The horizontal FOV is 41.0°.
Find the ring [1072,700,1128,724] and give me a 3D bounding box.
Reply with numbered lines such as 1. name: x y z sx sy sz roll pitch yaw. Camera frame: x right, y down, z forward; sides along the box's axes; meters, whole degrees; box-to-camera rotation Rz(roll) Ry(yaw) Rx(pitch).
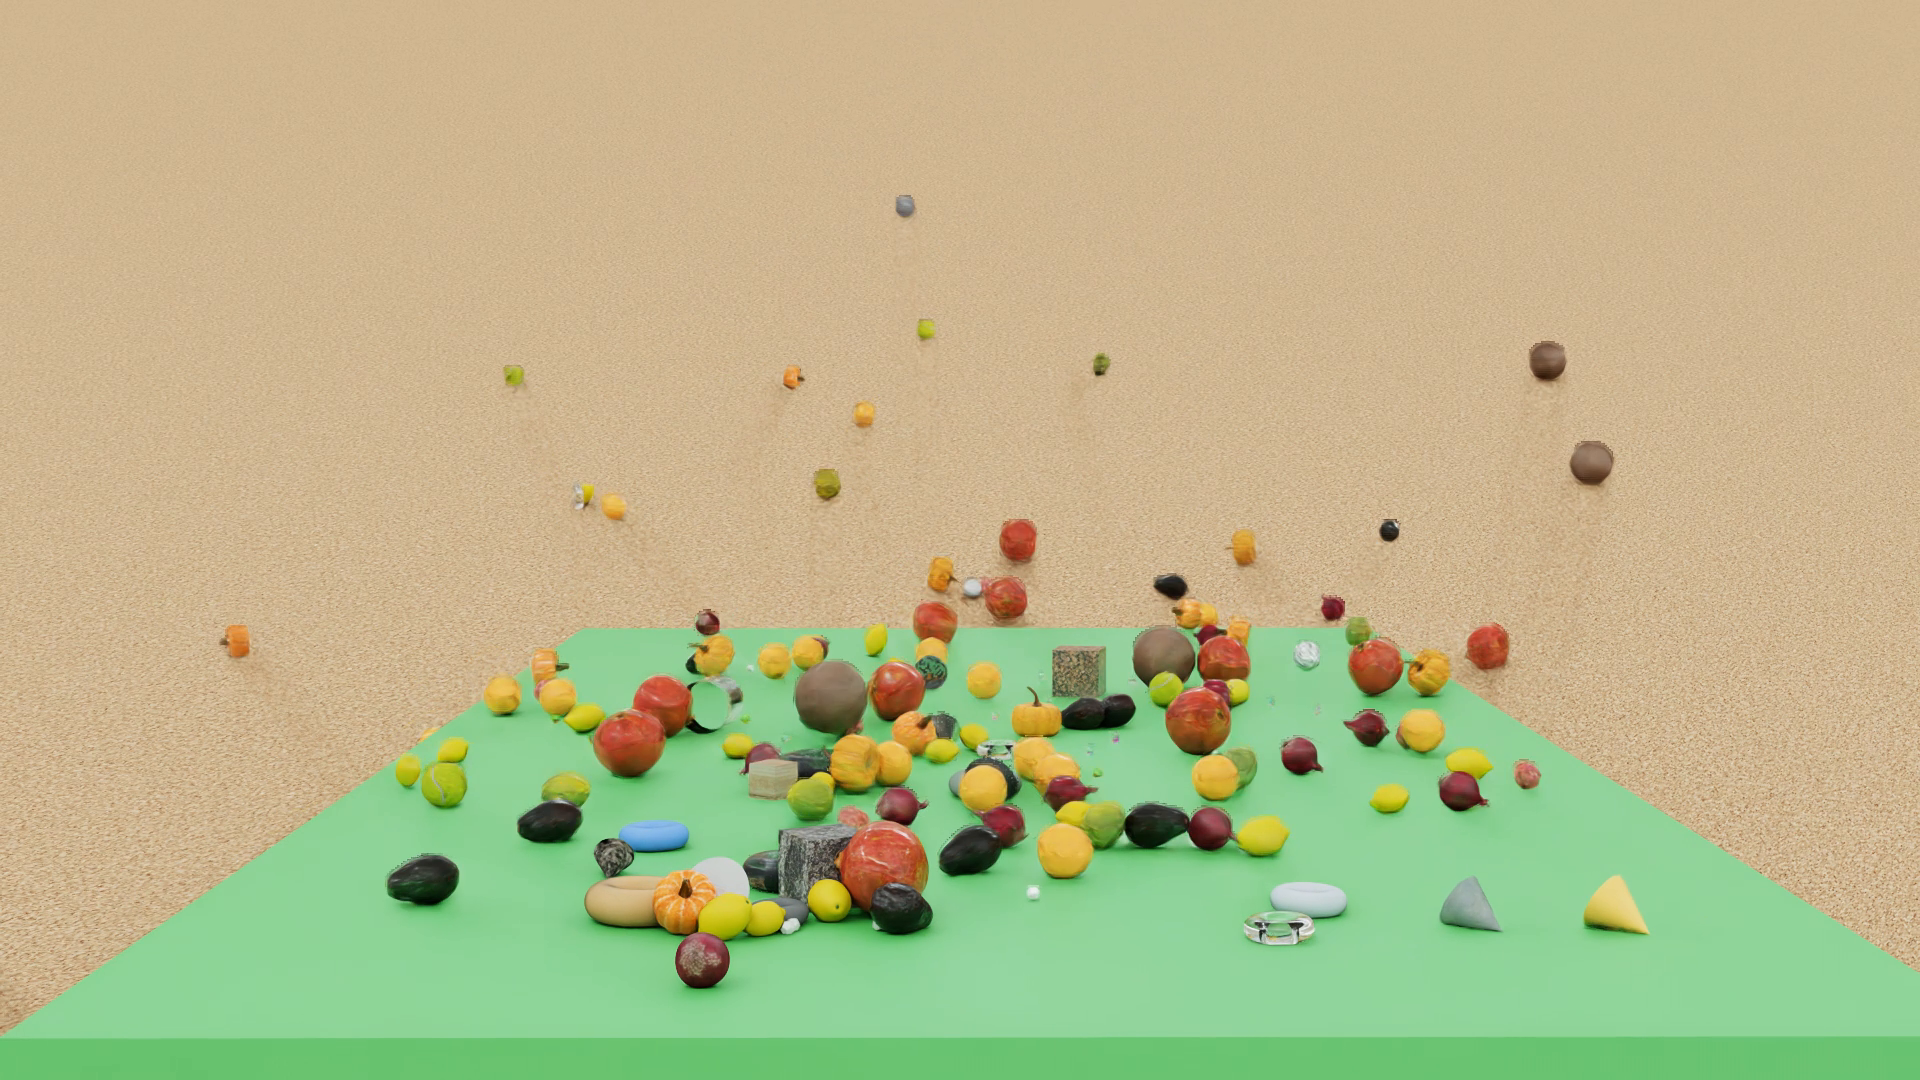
1. ring: 0.262 0.322 4.815 0.108 0.036 0.108 -1 4 0

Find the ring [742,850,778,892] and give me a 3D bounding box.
1. ring: -0.217 0.422 3.279 0.123 0.041 0.123 0 2 0

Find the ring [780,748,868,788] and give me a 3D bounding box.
1. ring: -0.219 0.364 4.088 0.147 0.049 0.147 1 4 0

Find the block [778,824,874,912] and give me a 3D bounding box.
1. block: -0.166 0.405 3.177 0.088 0.088 0.088 -2 4 -28

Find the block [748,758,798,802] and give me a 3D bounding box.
1. block: -0.288 0.370 3.959 0.054 0.054 0.054 3 5 37

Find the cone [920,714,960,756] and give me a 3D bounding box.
1. cone: -0.030 0.350 4.417 0.072 0.072 0.072 -2 31 -7

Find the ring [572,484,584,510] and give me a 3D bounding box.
1. ring: -1.143 -0.129 7.682 0.026 0.078 0.078 -4 20 -13

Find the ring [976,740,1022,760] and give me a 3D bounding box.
1. ring: 0.067 0.357 4.364 0.080 0.027 0.080 -1 4 0

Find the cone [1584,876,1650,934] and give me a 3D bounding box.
1. cone: 0.784 0.444 3.019 0.070 0.070 0.070 -16 40 -38

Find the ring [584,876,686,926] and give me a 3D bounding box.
1. ring: -0.385 0.434 3.086 0.134 0.045 0.134 1 3 0

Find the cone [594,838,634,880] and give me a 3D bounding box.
1. cone: -0.455 0.426 3.346 0.053 0.053 0.053 0 30 1

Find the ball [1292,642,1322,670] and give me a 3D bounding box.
1. ball: 0.761 0.254 5.623 0.063 0.063 0.063 0 19 0

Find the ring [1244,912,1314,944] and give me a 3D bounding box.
1. ring: 0.370 0.449 2.972 0.083 0.028 0.083 -2 4 0

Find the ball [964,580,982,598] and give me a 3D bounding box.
1. ball: 0.034 0.133 6.999 0.051 0.051 0.051 0 19 0

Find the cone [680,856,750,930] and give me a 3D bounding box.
1. cone: -0.277 0.436 3.078 0.090 0.090 0.090 9 -20 23

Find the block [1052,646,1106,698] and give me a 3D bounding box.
1. block: 0.242 0.266 5.203 0.094 0.094 0.094 1 4 12

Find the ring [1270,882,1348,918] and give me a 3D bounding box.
1. ring: 0.424 0.438 3.119 0.094 0.031 0.094 1 4 0

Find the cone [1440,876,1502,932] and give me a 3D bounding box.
1. cone: 0.615 0.444 3.029 0.067 0.067 0.067 -17 41 -40

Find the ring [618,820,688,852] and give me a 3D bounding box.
1. ring: -0.423 0.409 3.546 0.097 0.032 0.097 -1 3 0

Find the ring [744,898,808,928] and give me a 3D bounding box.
1. ring: -0.218 0.445 3.058 0.077 0.026 0.077 -1 4 0

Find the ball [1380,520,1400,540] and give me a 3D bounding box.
1. ball: 1.248 -0.027 7.451 0.060 0.060 0.060 0 19 0

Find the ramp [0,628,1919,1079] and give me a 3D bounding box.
1. ramp: 0.045 0.408 4.537 2.000 0.100 4.000 0 4 0

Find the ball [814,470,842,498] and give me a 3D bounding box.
1. ball: -0.404 -0.169 7.820 0.084 0.084 0.084 0 19 0

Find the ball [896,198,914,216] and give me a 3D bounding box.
1. ball: -0.250 -1.512 11.658 0.088 0.088 0.088 0 19 0

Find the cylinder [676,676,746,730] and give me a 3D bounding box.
1. cylinder: -0.456 0.300 4.694 0.096 0.096 0.096 7 -3 19

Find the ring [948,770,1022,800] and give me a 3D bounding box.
1. ring: 0.039 0.377 3.971 0.114 0.038 0.114 -1 2 0

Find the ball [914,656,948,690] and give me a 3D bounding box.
1. ball: -0.061 0.273 5.286 0.070 0.070 0.070 0 19 0

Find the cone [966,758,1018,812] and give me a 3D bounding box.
1. cone: 0.035 0.385 3.855 0.083 0.083 0.083 6 32 17
